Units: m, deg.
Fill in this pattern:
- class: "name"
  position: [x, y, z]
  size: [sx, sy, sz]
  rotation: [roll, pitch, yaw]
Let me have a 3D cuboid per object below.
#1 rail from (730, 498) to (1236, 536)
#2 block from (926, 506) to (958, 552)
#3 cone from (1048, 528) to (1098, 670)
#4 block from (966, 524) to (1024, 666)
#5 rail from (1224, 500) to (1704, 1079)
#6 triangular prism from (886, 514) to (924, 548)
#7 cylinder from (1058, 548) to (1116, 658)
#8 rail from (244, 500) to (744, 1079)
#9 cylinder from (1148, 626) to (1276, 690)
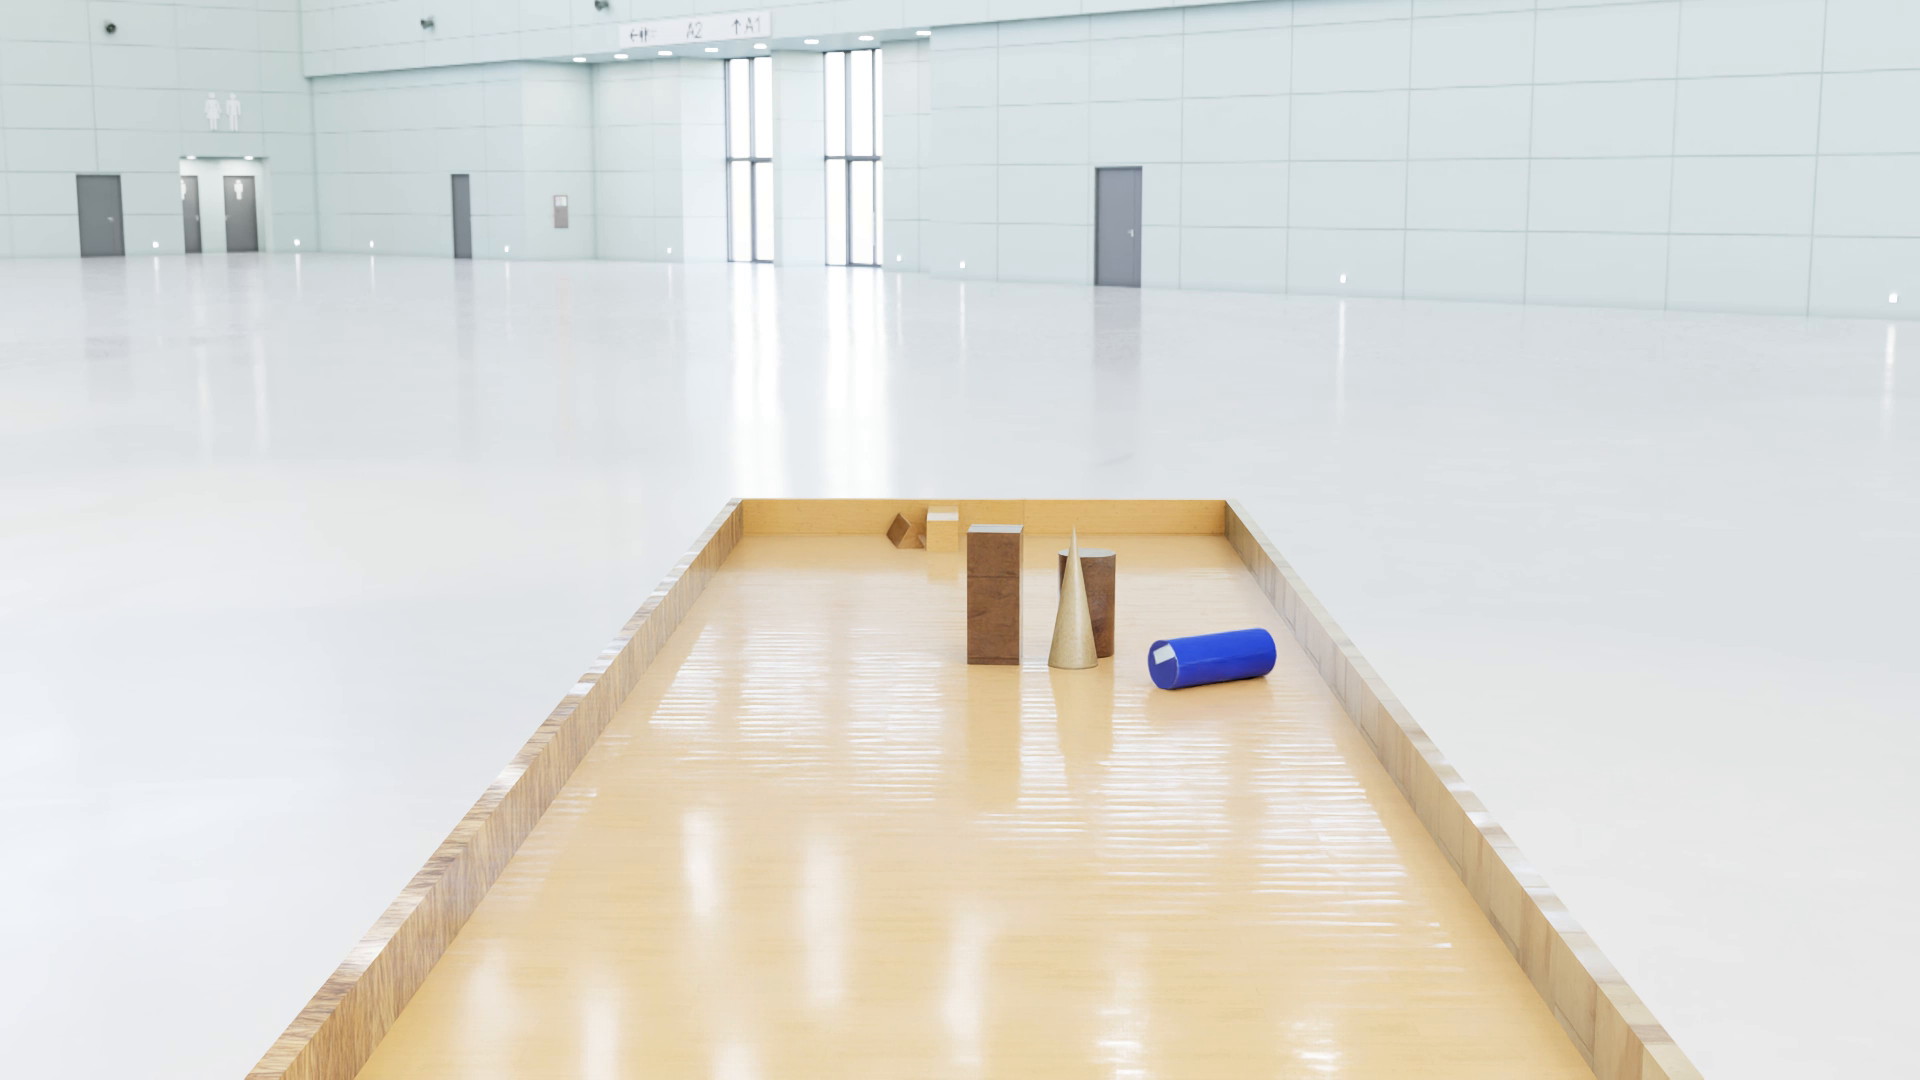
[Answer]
- class: "rail"
  position: [0.099, -0.098, 9.147]
  size: [2.100, 0.150, 0.050]
  rotation: [0, 9, 1]
- class: "block"
  position: [-0.069, -0.049, 8.922]
  size: [0.124, 0.124, 0.413]
  rotation: [0, 9, 0]
- class: "cone"
  position: [0.341, 0.162, 6.603]
  size: [0.154, 0.433, 0.154]
  rotation: [0, 9, 0]
- class: "block"
  position: [0.108, 0.165, 6.676]
  size: [0.159, 0.404, 0.159]
  rotation: [1, 9, 6]
- class: "rail"
  position: [1.046, 0.843, 3.208]
  size: [0.050, 0.150, 12.000]
  rotation: [0, 9, 1]
- class: "triangular prism"
  position: [-0.224, -0.041, 8.952]
  size: [0.107, 0.093, 0.348]
  rotation: [-1, 9, -9]
- class: "cylinder"
  position: [0.390, 0.194, 6.780]
  size: [0.178, 0.314, 0.178]
  rotation: [0, 9, 0]
- class: "rail"
  position: [-1.004, 0.839, 3.234]
  size: [0.050, 0.150, 12.000]
  rotation: [0, 9, 1]
- class: "cylinder"
  position: [0.734, 0.342, 6.393]
  size: [0.361, 0.143, 0.143]
  rotation: [-5, 11, -31]
